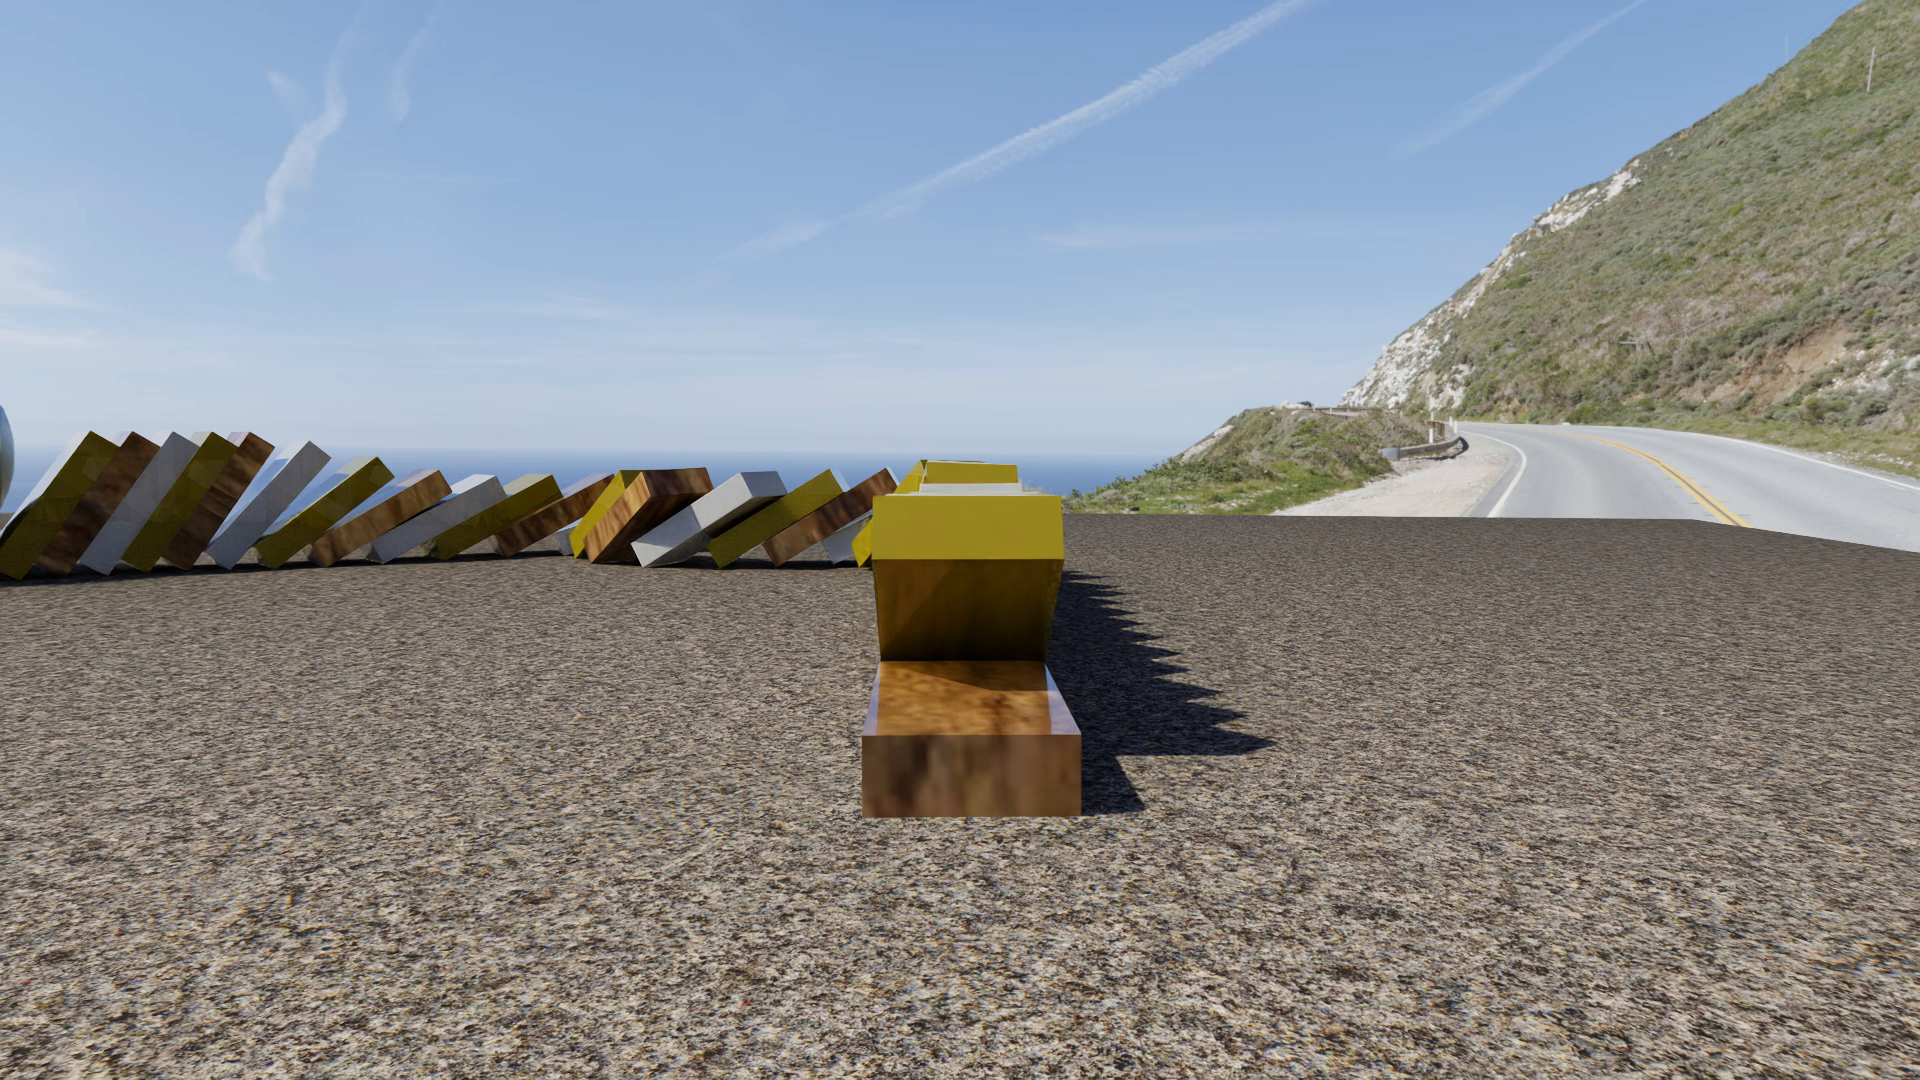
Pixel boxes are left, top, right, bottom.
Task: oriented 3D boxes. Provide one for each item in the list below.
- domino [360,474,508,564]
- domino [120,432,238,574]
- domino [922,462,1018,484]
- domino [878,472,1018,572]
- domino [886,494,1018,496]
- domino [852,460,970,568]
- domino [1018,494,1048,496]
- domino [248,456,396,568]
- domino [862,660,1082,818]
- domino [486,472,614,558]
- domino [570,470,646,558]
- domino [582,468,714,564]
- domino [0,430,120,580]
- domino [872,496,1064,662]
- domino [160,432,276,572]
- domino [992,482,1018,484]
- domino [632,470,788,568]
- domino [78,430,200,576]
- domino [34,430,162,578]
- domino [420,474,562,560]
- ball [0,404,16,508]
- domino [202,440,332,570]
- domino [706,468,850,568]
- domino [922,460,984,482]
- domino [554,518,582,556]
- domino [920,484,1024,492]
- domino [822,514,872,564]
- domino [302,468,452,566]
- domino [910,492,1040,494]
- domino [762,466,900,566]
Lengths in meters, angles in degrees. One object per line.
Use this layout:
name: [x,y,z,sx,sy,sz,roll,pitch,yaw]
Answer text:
domino: [-0.197,-0.009,0.477,0.050,0.009,0.025,-35,24,-32]
domino: [-0.268,-0.014,0.436,0.025,0.050,0.009,5,-28,48]
domino: [0.000,-0.004,0.370,0.025,0.009,0.050,1,-31,-7]
domino: [-0.004,-0.006,0.410,0.025,0.009,0.050,-3,-27,-33]
domino: [0.001,0.009,0.209,0.025,0.009,0.050,0,-28,-2]
domino: [-0.013,-0.008,0.424,0.025,0.010,0.050,-1,-32,-36]
domino: [0.001,0.008,0.228,0.025,0.009,0.050,0,-27,-2]
domino: [-0.227,-0.011,0.454,0.025,0.009,0.050,5,44,51]
domino: [0.001,0.025,0.171,0.025,0.009,0.050,0,4,-1]
domino: [-0.158,-0.010,0.499,0.050,0.010,0.025,-32,19,-25]
domino: [-0.121,-0.009,0.468,0.025,0.009,0.050,-4,-25,-41]
domino: [-0.110,-0.008,0.449,0.025,0.010,0.050,-8,-22,-44]
domino: [-0.293,-0.012,0.412,0.025,0.050,0.010,5,-28,48]
domino: [0.001,0.010,0.190,0.025,0.010,0.050,0,-28,-1]
domino: [-0.259,-0.014,0.444,0.025,0.050,0.009,5,-28,48]
domino: [0.001,0.000,0.353,0.025,0.010,0.050,0,-24,-5]
domino: [-0.087,-0.007,0.445,0.050,0.009,0.025,-30,-7,20]
domino: [-0.276,-0.013,0.428,0.025,0.050,0.009,5,-28,48]
domino: [-0.284,-0.012,0.420,0.025,0.050,0.010,5,-28,48]
domino: [-0.180,-0.010,0.491,0.050,0.010,0.025,-35,24,-32]
ball: [-0.345,-0.028,0.402,0.080,0.080,0.080,0,4,0]
domino: [-0.244,-0.013,0.449,0.025,0.050,0.009,5,-35,51]
domino: [-0.063,-0.008,0.450,0.050,0.009,0.025,-31,3,3]
domino: [-0.001,-0.005,0.386,0.025,0.009,0.050,2,-31,-11]
domino: [-0.134,-0.008,0.505,0.050,0.009,0.025,-21,11,-19]
domino: [0.002,0.001,0.332,0.025,0.010,0.050,-1,-24,-3]
domino: [-0.024,-0.008,0.454,0.050,0.009,0.025,-27,4,-3]
domino: [-0.212,-0.009,0.463,0.050,0.009,0.025,-39,26,-30]
domino: [0.002,0.005,0.269,0.025,0.009,0.050,0,-24,-2]
domino: [-0.044,-0.009,0.450,0.050,0.009,0.025,-31,4,1]
